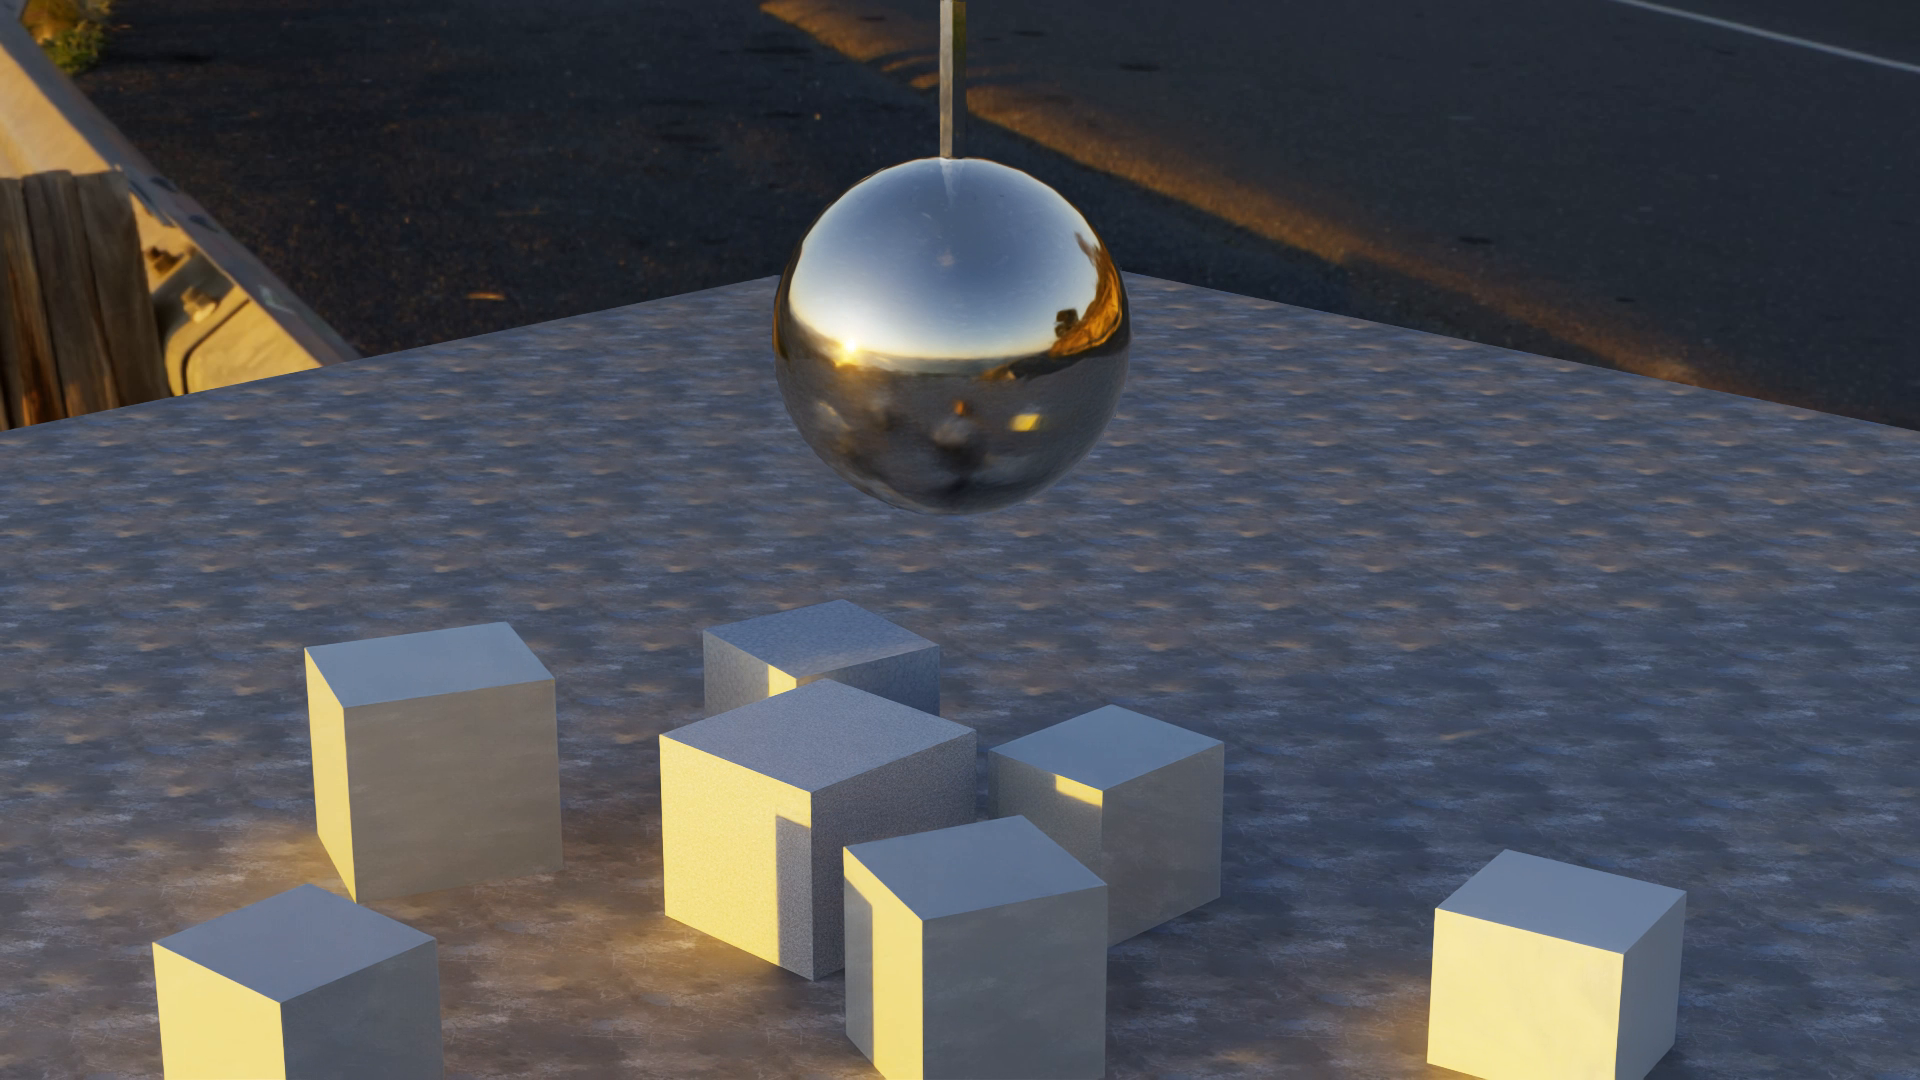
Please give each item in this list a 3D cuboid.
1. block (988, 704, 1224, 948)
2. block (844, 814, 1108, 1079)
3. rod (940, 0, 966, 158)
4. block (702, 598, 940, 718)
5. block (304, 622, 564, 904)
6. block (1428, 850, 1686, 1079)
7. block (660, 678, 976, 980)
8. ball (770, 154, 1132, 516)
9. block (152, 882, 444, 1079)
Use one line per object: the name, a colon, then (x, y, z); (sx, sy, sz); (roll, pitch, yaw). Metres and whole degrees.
block: (0.649, 1.266, 13.067); (0.806, 0.748, 0.677); (-17, 24, -42)
block: (0.054, 1.673, 11.634); (0.787, 0.831, 0.768); (-8, 19, -23)
rod: (-0.017, -4.156, 12.018); (0.080, 5.200, 0.080); (17, 23, 42)
block: (-0.668, 0.871, 14.152); (0.804, 0.852, 0.843); (-12, 21, -33)
block: (-2.436, 1.010, 13.565); (0.957, 0.939, 0.861); (-7, 19, -22)
block: (2.378, 1.741, 11.682); (0.771, 0.673, 0.694); (11, 21, 31)
block: (-0.619, 1.249, 12.937); (0.956, 0.859, 0.999); (16, 24, 41)
ball: (-0.039, -0.906, 13.016); (1.600, 1.600, 1.600); (0, 17, 0)
block: (-2.506, 1.866, 11.159); (0.781, 0.749, 0.721); (14, 23, 39)
